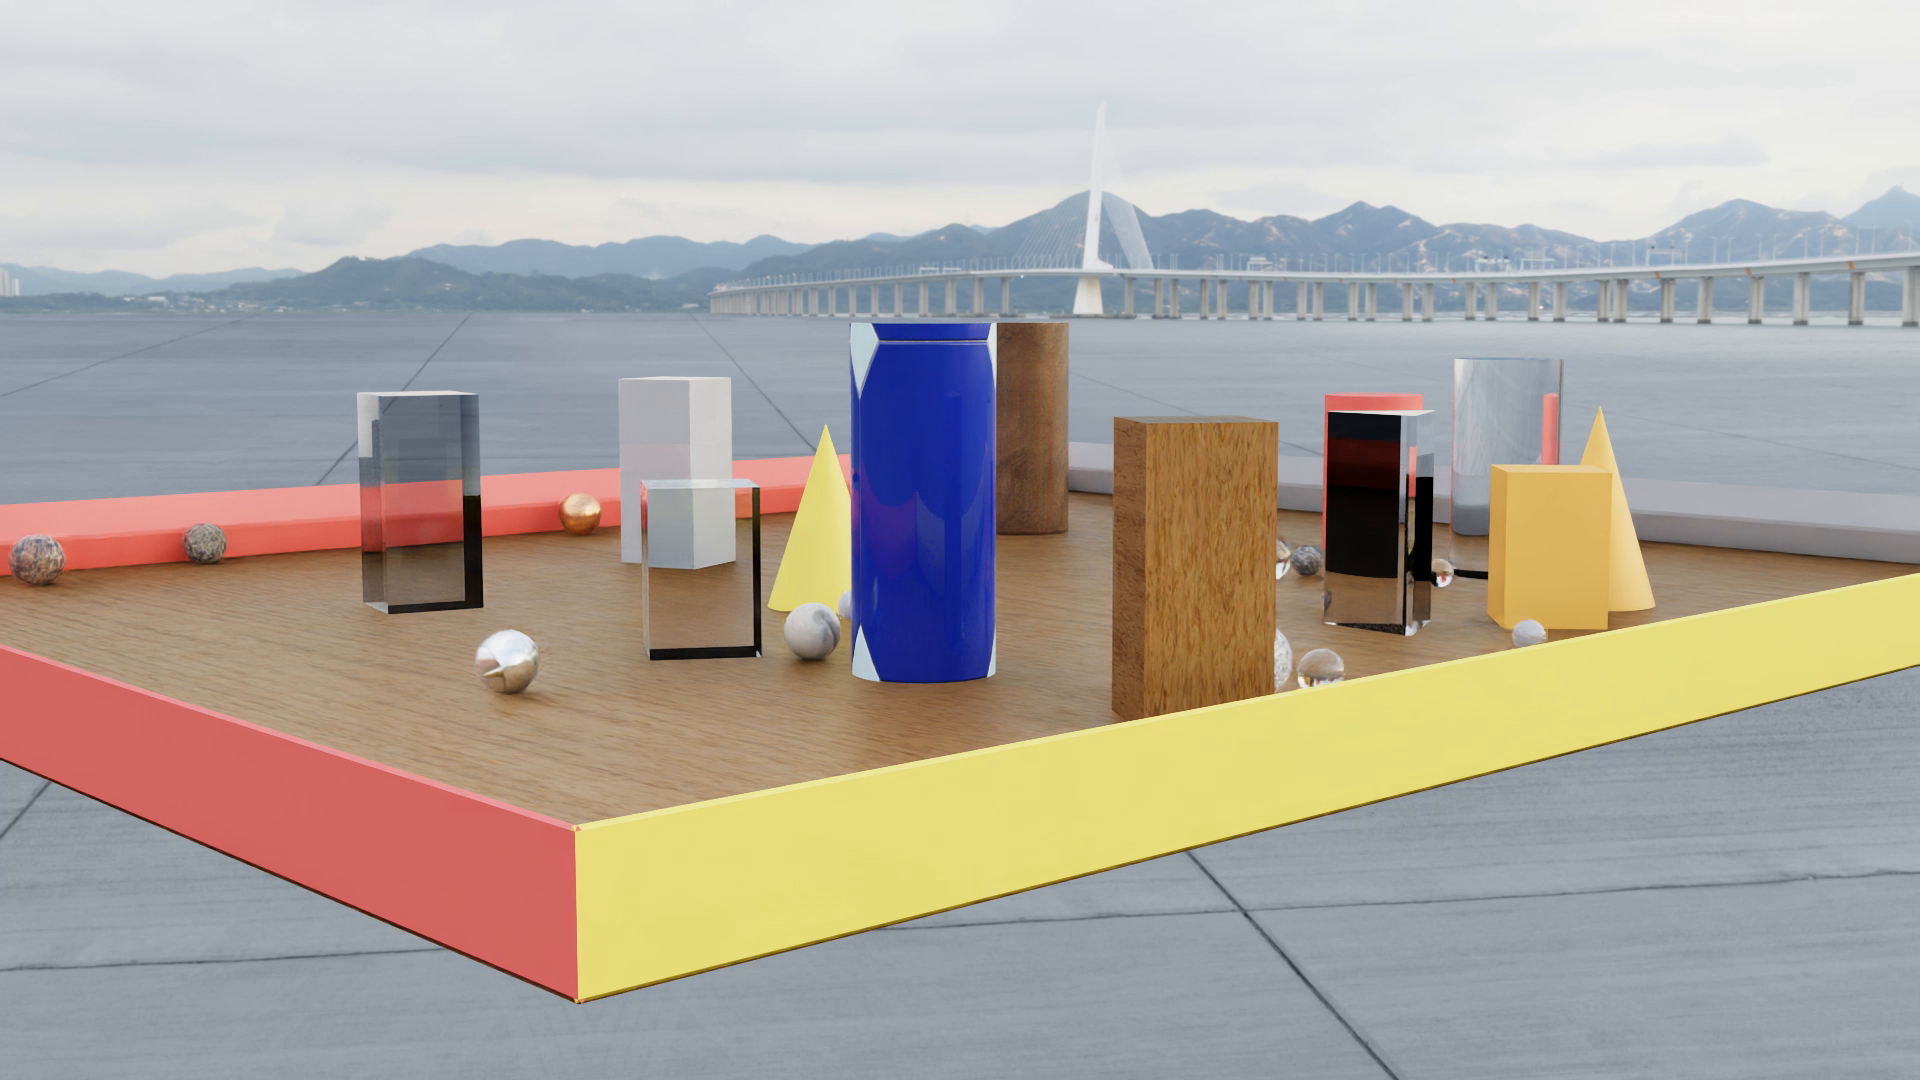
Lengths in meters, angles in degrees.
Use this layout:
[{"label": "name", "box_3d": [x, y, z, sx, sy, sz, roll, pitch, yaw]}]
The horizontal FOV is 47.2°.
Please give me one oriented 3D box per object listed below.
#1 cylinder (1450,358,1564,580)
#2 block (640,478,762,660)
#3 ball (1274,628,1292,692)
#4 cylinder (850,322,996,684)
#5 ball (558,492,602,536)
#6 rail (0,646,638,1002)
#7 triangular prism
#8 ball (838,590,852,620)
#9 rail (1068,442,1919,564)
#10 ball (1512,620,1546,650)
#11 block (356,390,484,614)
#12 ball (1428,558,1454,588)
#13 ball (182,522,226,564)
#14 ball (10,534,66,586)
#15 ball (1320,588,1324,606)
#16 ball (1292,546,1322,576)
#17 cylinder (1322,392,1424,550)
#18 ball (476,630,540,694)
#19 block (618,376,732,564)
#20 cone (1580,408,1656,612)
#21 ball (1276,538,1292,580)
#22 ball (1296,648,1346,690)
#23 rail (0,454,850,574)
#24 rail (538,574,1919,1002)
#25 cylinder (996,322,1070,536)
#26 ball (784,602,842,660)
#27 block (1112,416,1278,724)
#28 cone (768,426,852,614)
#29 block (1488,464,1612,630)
[{"label": "cylinder", "box_3d": [0.896, -0.120, 3.610, 0.175, 0.354, 0.175, 0, 6, 0]}, {"label": "block", "box_3d": [-0.333, 0.035, 2.819, 0.140, 0.215, 0.140, -1, 6, -11]}, {"label": "ball", "box_3d": [0.332, 0.135, 2.484, 0.088, 0.088, 0.088, 0, 6, 0]}, {"label": "cylinder", "box_3d": [-0.044, -0.050, 2.645, 0.175, 0.421, 0.175, 0, 6, 0]}, {"label": "ball", "box_3d": [-0.731, -0.051, 4.232, 0.082, 0.082, 0.082, 0, 6, 0]}, {"label": "rail", "box_3d": [-1.085, 0.137, 2.337, 0.045, 0.114, 2.536, -6, 8, -42]}, {"label": "triangular prism", "box_3d": [0.607, -0.029, 3.039, 0.131, 0.296, 0.152, -5, 8, -39]}, {"label": "ball", "box_3d": [-0.152, 0.092, 3.101, 0.042, 0.042, 0.042, 0, 6, 0]}, {"label": "rail", "box_3d": [1.085, -0.078, 4.329, 0.045, 0.114, 2.536, -6, 8, -42]}, {"label": "ball", "box_3d": [0.728, 0.123, 2.814, 0.042, 0.042, 0.042, 0, 6, 0]}, {"label": "block", "box_3d": [-0.794, -0.059, 3.234, 0.140, 0.313, 0.140, -3, 7, -29]}, {"label": "ball", "box_3d": [0.753, 0.052, 3.459, 0.044, 0.044, 0.044, 0, 6, 0]}, {"label": "ball", "box_3d": [-1.292, 0.006, 3.761, 0.072, 0.072, 0.072, 0, 6, 0]}, {"label": "ball", "box_3d": [-1.459, 0.031, 3.480, 0.081, 0.081, 0.081, 0, 6, 0]}, {"label": "ball", "box_3d": [0.543, 0.082, 3.155, 0.050, 0.050, 0.050, 0, 6, 0]}, {"label": "ball", "box_3d": [0.569, 0.033, 3.604, 0.050, 0.050, 0.050, 0, 6, 0]}, {"label": "cylinder", "box_3d": [0.749, -0.124, 3.994, 0.175, 0.279, 0.175, 0, 6, 0]}, {"label": "ball", "box_3d": [-0.517, 0.139, 2.517, 0.073, 0.073, 0.073, 0, 6, 0]}, {"label": "block", "box_3d": [-0.491, -0.122, 3.811, 0.140, 0.315, 0.140, 3, 7, 24]}, {"label": "cone", "box_3d": [0.945, -0.053, 3.261, 0.175, 0.294, 0.175, 0, 6, 0]}, {"label": "ball", "box_3d": [0.498, 0.031, 3.537, 0.070, 0.070, 0.070, 0, 6, 0]}, {"label": "ball", "box_3d": [0.409, 0.151, 2.492, 0.055, 0.055, 0.055, 0, 6, 0]}, {"label": "rail", "box_3d": [-0.844, -0.068, 4.242, 3.001, 0.114, 0.045, -6, 8, -42]}, {"label": "rail", "box_3d": [0.844, 0.128, 2.424, 3.001, 0.114, 0.045, -6, 8, -42]}, {"label": "cylinder", "box_3d": [0.125, -0.220, 4.292, 0.175, 0.408, 0.175, 0, 6, 0]}, {"label": "ball", "box_3d": [-0.185, 0.114, 2.752, 0.072, 0.072, 0.072, 0, 6, 0]}, {"label": "block", "box_3d": [0.248, 0.032, 2.342, 0.140, 0.322, 0.140, -1, 6, -10]}, {"label": "cone", "box_3d": [-0.197, -0.038, 3.239, 0.175, 0.269, 0.175, 0, 6, 0]}, {"label": "block", "box_3d": [0.822, 0.007, 3.074, 0.140, 0.215, 0.140, 0, 6, 5]}]
